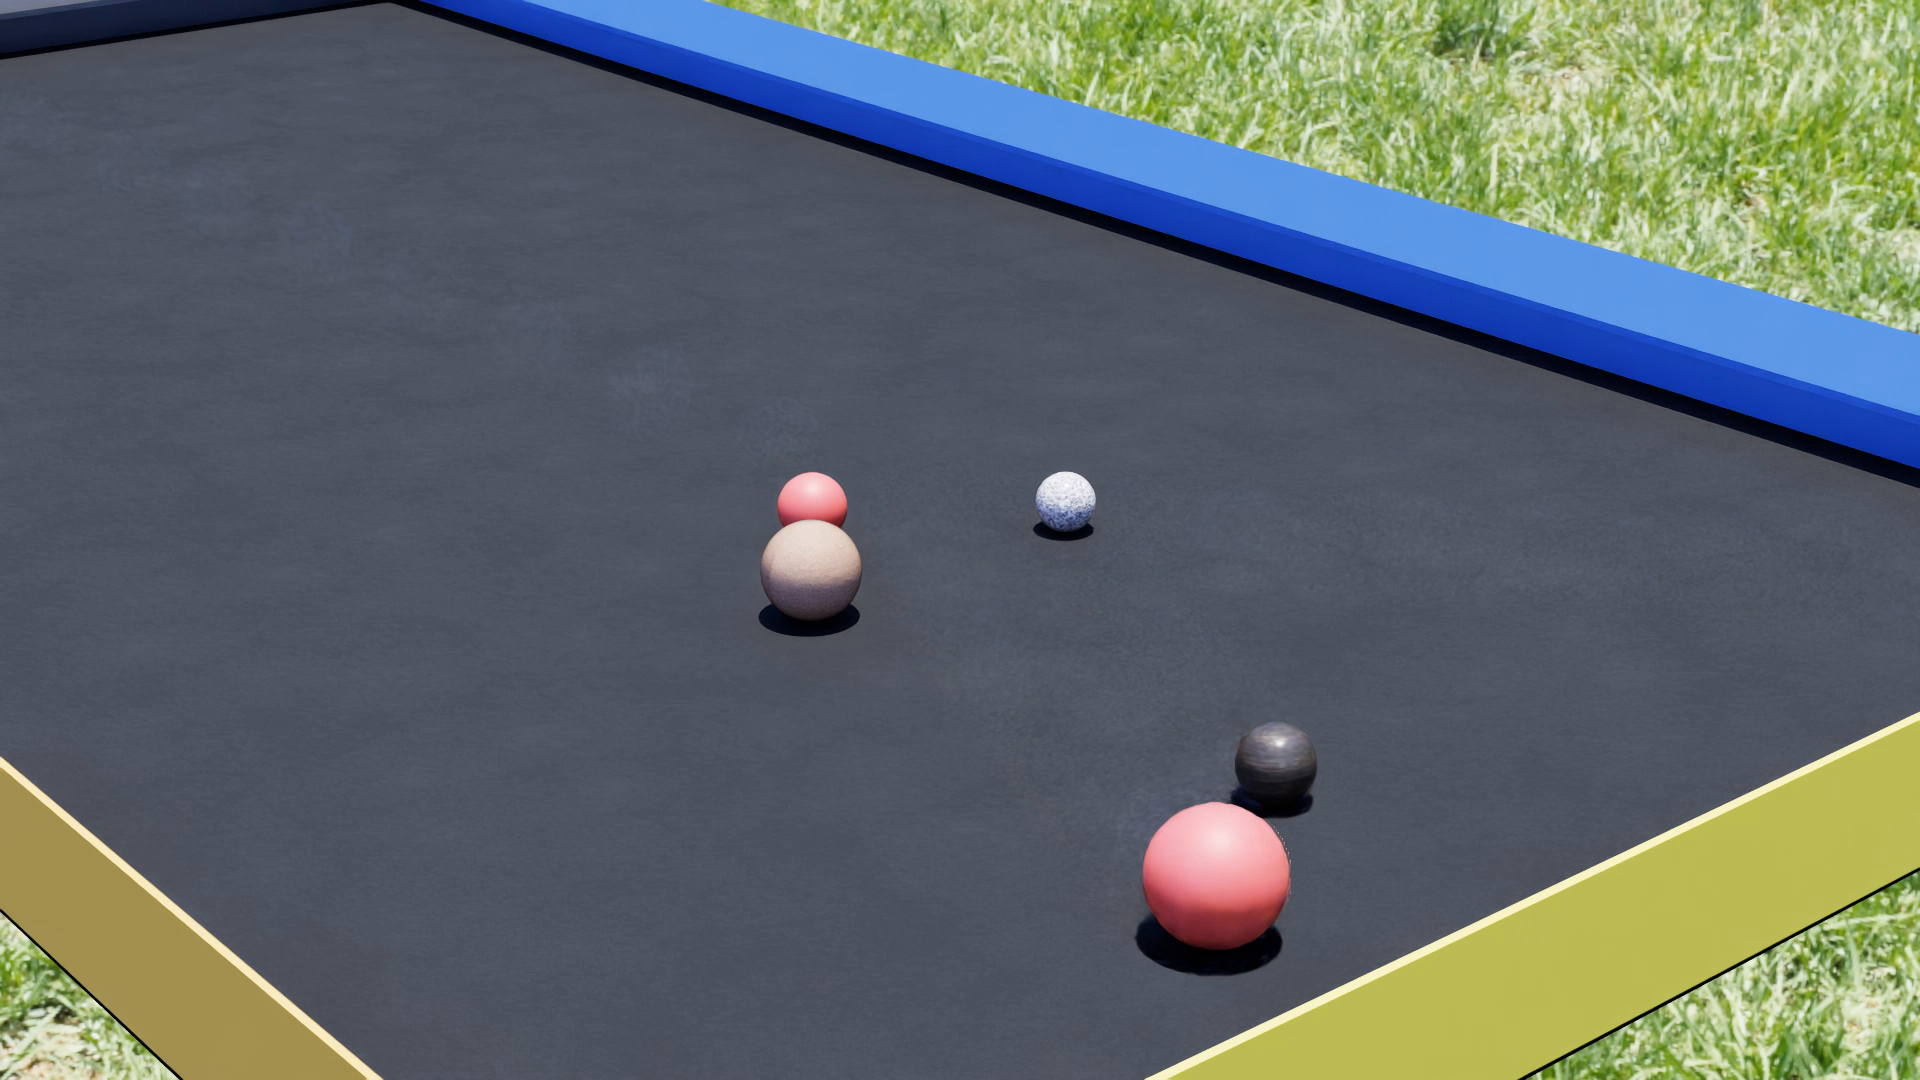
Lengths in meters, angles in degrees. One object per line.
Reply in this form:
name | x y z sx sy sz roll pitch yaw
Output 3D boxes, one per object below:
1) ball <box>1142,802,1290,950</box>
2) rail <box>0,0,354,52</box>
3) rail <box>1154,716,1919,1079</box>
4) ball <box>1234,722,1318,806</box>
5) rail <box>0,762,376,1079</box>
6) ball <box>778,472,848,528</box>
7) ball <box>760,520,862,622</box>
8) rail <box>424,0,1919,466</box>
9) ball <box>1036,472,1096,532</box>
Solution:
ball | 0.165 0.218 1.902 0.095 0.095 0.095 0 22 0
rail | -1.543 -0.725 4.189 1.712 0.124 0.045 -17 28 -36
rail | 0.504 0.203 1.897 1.712 0.124 0.045 -17 28 -36
ball | 0.225 0.159 2.094 0.059 0.059 0.059 0 22 0
rail | -1.161 -0.062 2.551 0.045 0.124 3.258 -17 28 -36
ball | -0.128 -0.028 2.554 0.061 0.061 0.061 0 22 0
ball | -0.121 0.025 2.394 0.083 0.083 0.083 0 22 0
rail | 0.122 -0.460 3.535 0.045 0.124 3.258 -17 28 -36
ball | 0.093 -0.033 2.577 0.054 0.054 0.054 0 22 0
